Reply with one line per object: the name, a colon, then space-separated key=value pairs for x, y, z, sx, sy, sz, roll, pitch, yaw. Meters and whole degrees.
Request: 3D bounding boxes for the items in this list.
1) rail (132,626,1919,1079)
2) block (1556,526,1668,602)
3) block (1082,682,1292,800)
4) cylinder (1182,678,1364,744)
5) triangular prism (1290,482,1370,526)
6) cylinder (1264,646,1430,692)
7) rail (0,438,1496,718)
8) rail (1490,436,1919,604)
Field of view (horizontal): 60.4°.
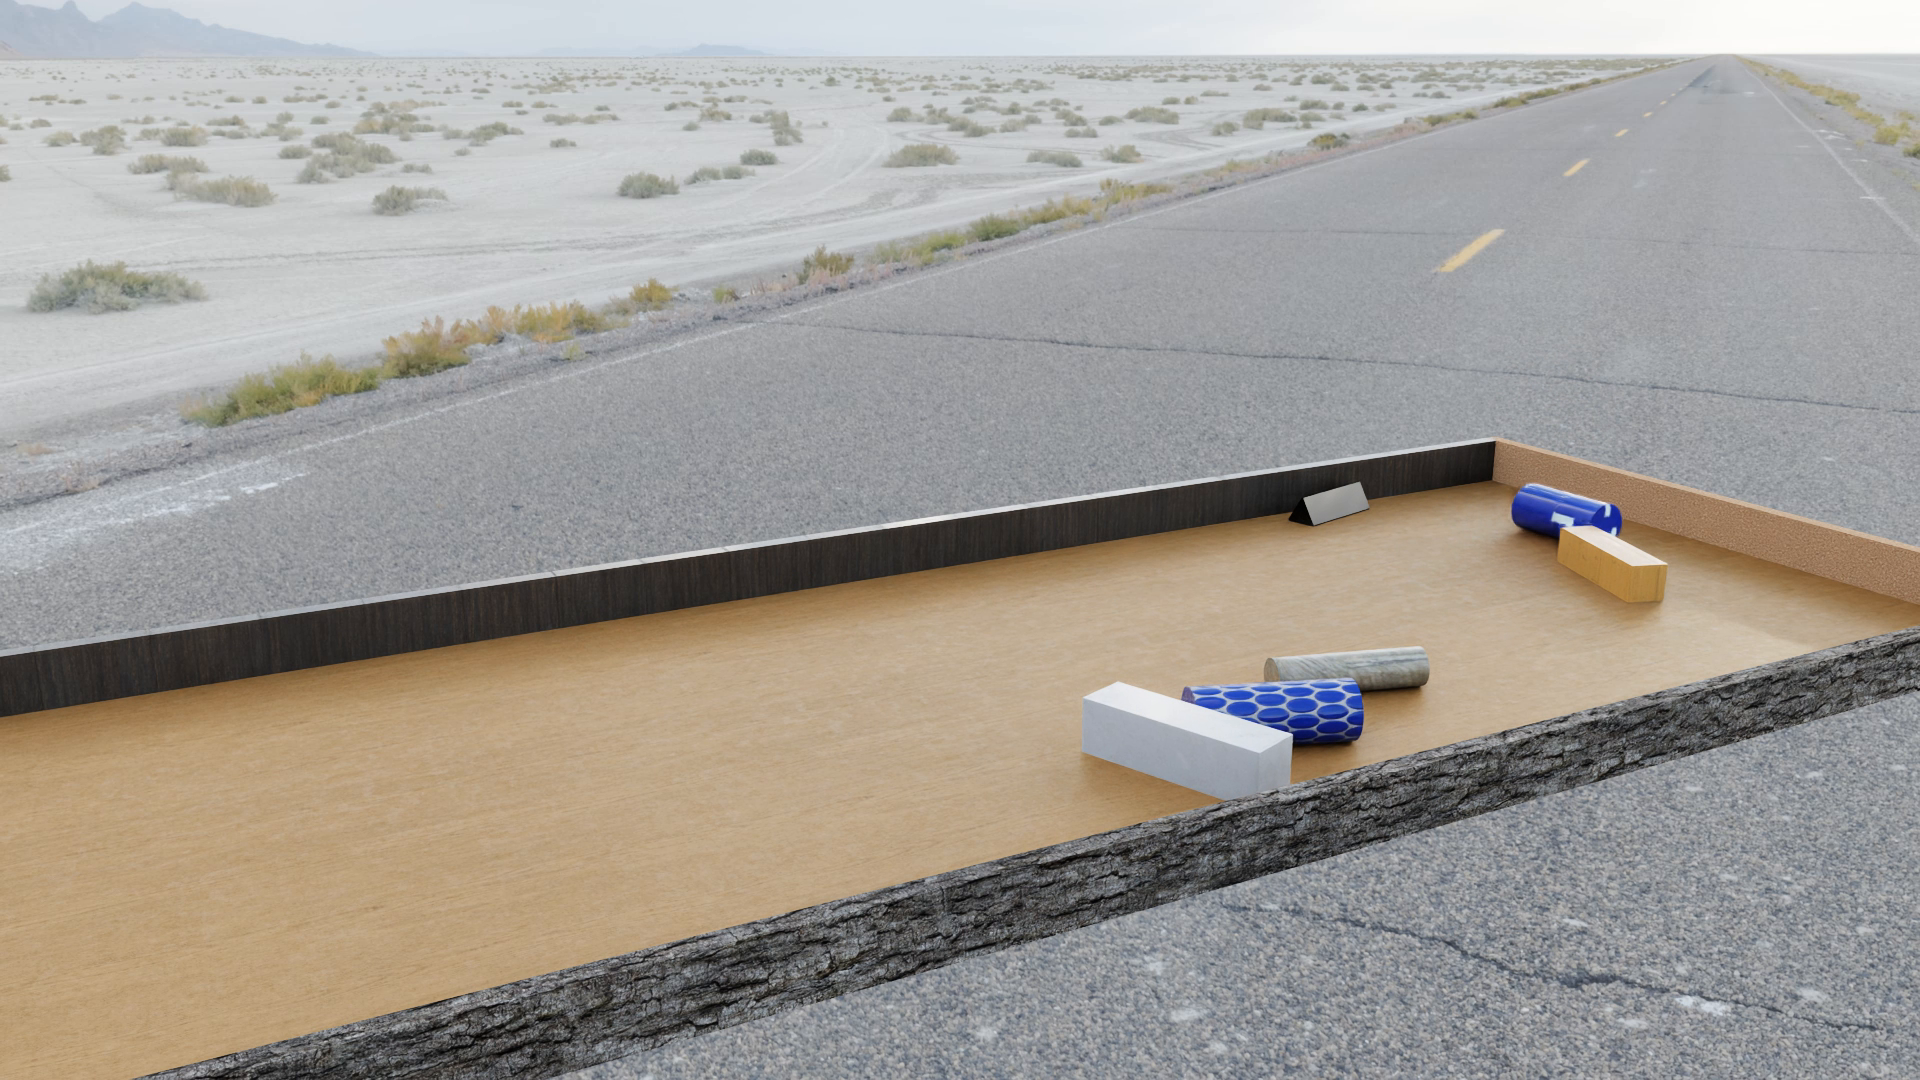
rail: x=-2.336 y=1.006 z=1.665 sx=12.000 sy=0.150 sz=0.050 roll=-9 pitch=18 yaw=-27
block: x=1.943 y=0.067 z=4.930 sx=0.110 sy=0.110 sz=0.410 roll=-3 pitch=17 yaw=-9
block: x=0.490 y=0.445 z=3.608 sx=0.459 sy=0.132 sz=0.132 roll=14 pitch=22 yaw=40
cylinder: x=0.707 y=0.395 z=3.752 sx=0.384 sy=0.145 sz=0.145 roll=-2 pitch=17 yaw=-8
triangular prism: x=1.265 y=-0.130 z=5.633 sx=0.326 sy=0.088 sz=0.102 roll=-14 pitch=22 yaw=-40
cylinder: x=0.953 y=0.326 z=4.068 sx=0.393 sy=0.100 sz=0.100 roll=-4 pitch=17 yaw=-12
rail: x=-3.305 y=0.497 z=3.399 sx=12.000 sy=0.150 sz=0.050 roll=-9 pitch=18 yaw=-27
rail: x=2.466 y=-0.048 z=5.253 sx=0.050 sy=0.150 sz=2.100 roll=-9 pitch=18 yaw=-27
